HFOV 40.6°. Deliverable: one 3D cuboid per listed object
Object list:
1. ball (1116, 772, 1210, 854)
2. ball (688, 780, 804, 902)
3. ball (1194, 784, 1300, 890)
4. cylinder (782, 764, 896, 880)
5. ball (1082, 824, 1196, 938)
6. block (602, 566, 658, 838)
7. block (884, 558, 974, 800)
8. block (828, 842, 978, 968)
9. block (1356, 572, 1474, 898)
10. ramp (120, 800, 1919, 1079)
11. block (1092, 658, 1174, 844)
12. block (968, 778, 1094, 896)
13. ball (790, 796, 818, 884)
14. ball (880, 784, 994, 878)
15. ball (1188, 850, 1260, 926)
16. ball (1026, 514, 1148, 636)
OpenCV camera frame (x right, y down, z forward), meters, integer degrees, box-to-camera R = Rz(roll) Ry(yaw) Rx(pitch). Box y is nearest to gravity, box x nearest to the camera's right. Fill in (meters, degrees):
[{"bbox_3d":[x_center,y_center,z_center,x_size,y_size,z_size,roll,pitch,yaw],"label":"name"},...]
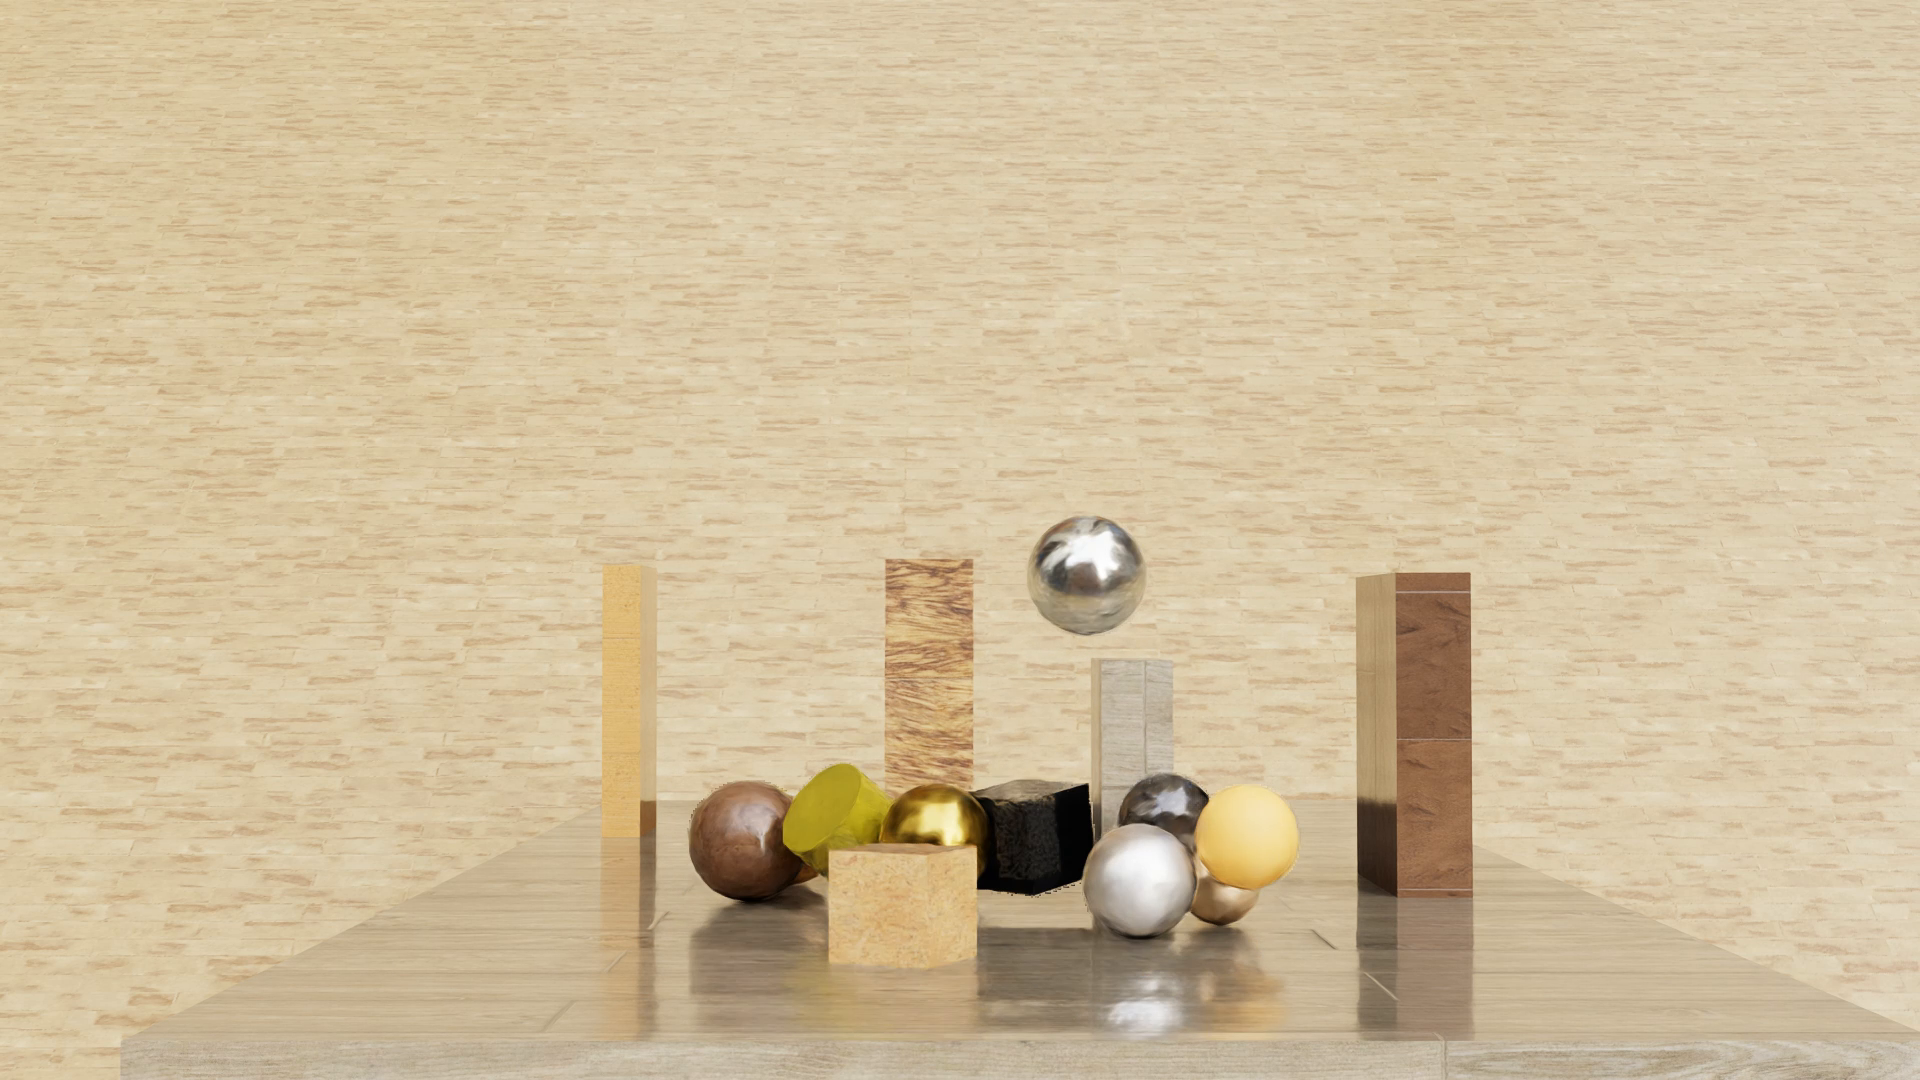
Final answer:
[{"bbox_3d":[0.322,0.440,4.055,0.154,0.154,0.154,0,35,0],"label":"ball"},{"bbox_3d":[-0.352,0.500,4.322,0.199,0.199,0.199,0,35,0],"label":"ball"},{"bbox_3d":[0.426,0.441,3.862,0.154,0.154,0.154,0,35,0],"label":"ball"},{"bbox_3d":[-0.168,0.477,4.194,0.169,0.169,0.169,-33,31,24],"label":"cylinder"},{"bbox_3d":[0.262,0.499,3.804,0.167,0.167,0.167,0,35,0],"label":"ball"},{"bbox_3d":[-0.736,0.355,5.800,0.083,0.590,0.308,0,-2,0],"label":"block"},{"bbox_3d":[-0.051,0.320,4.460,0.147,0.568,0.300,0,-2,0],"label":"block"},{"bbox_3d":[-0.078,0.499,3.561,0.151,0.151,0.151,-1,-2,26],"label":"block"},{"bbox_3d":[0.799,0.336,4.596,0.127,0.547,0.440,0,-2,0],"label":"block"},{"bbox_3d":[0.078,0.668,4.850,2.000,0.100,4.000,0,-2,0],"label":"ramp"},{"bbox_3d":[0.283,0.398,4.297,0.114,0.401,0.329,0,-2,0],"label":"block"},{"bbox_3d":[0.110,0.487,4.283,0.153,0.153,0.153,-1,6,45],"label":"block"},{"bbox_3d":[-0.299,0.531,4.598,0.157,0.157,0.157,0,35,0],"label":"ball"},{"bbox_3d":[-0.037,0.471,4.078,0.179,0.179,0.179,0,35,0],"label":"ball"},{"bbox_3d":[0.397,0.526,3.972,0.124,0.124,0.124,0,35,0],"label":"ball"},{"bbox_3d":[0.152,0.042,3.107,0.144,0.144,0.144,0,35,0],"label":"ball"}]
